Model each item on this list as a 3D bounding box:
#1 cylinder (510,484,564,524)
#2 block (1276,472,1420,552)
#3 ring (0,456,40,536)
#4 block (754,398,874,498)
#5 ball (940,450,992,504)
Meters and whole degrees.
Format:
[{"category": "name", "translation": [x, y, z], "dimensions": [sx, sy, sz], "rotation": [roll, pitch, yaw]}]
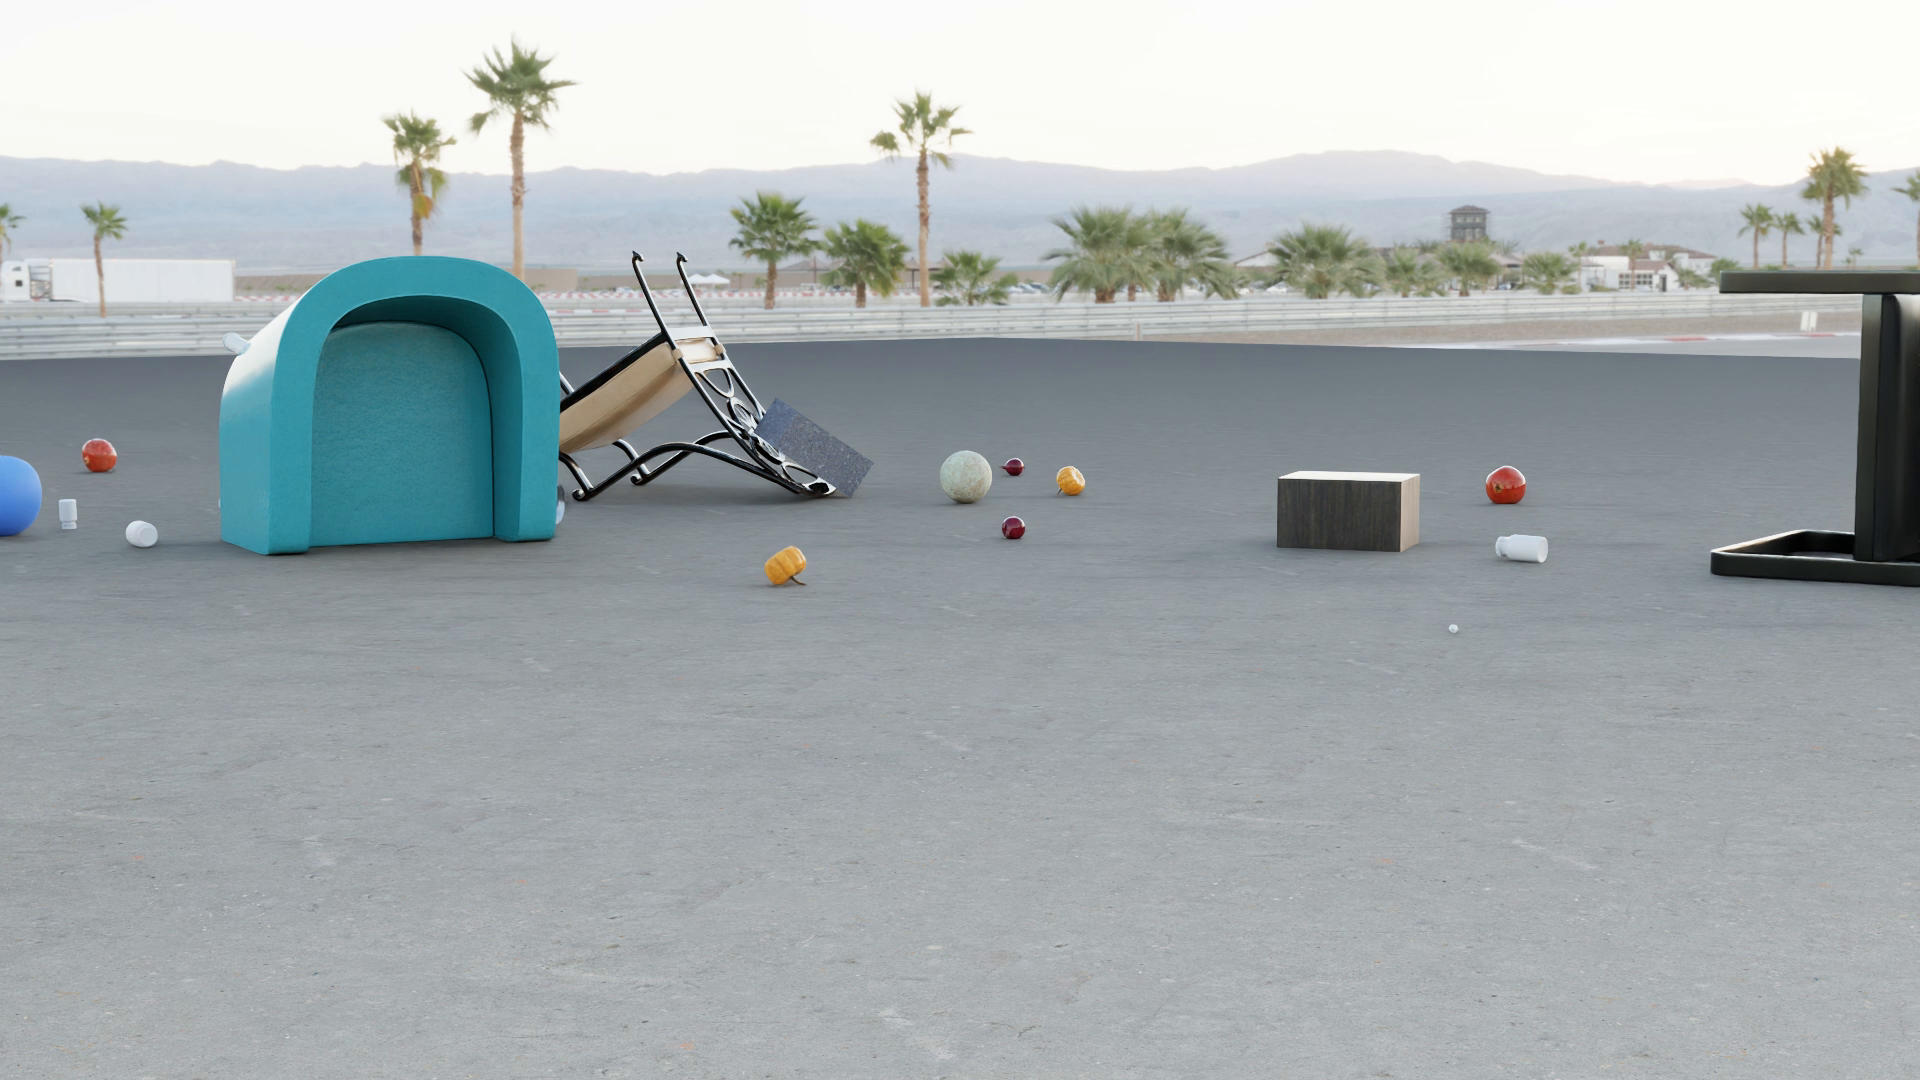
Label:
[{"category": "cylinder", "translation": [-1.122, -0.094, 6.815], "dimensions": [0.108, 0.103, 0.187], "rotation": [0, 13, 3]}, {"category": "block", "translation": [0.953, -0.072, 6.286], "dimensions": [0.301, 0.169, 0.238], "rotation": [2, 6, 20]}, {"category": "ring", "translation": [-2.439, -0.108, 6.495], "dimensions": [0.198, 0.221, 0.161], "rotation": [48, 29, 22]}, {"category": "block", "translation": [-0.437, -0.275, 7.642], "dimensions": [0.295, 0.125, 0.198], "rotation": [34, 0, -29]}, {"category": "ball", "translation": [0.016, -0.183, 7.445], "dimensions": [0.153, 0.153, 0.153], "rotation": [0, 6, 0]}]
